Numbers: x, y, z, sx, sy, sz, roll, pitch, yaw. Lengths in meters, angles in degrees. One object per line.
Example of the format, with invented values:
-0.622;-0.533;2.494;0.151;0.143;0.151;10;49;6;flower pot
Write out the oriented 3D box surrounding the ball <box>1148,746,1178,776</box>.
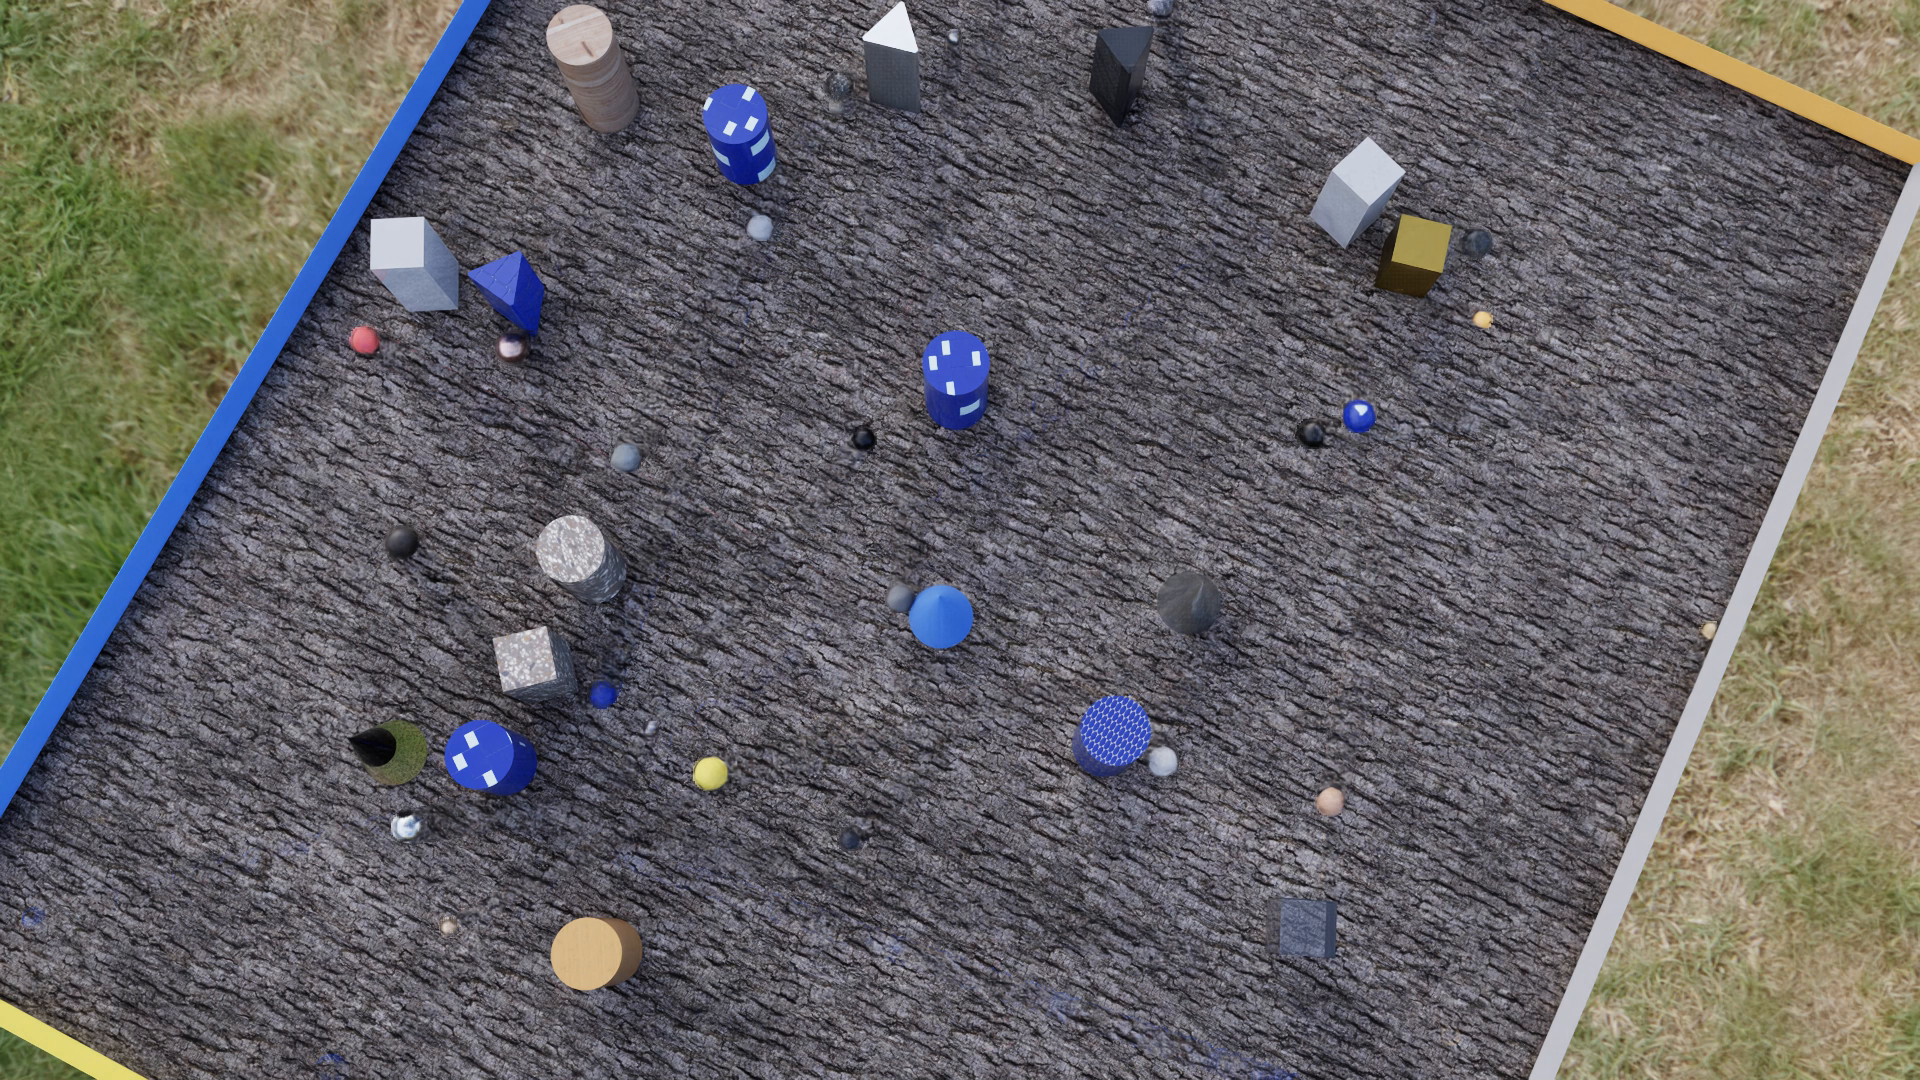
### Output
0.602;0.655;5.437;0.086;0.086;0.086;0;78;0;ball

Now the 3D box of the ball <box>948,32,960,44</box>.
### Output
-0.020;-1.625;5.932;0.042;0.042;0.042;0;78;0;ball

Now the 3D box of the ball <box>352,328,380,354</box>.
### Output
-1.849;-0.619;5.703;0.081;0.081;0.081;0;78;0;ball

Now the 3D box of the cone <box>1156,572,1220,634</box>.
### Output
0.697;0.156;5.405;0.195;0.351;0.195;0;78;0;cone

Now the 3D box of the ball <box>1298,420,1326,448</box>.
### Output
1.084;-0.326;5.641;0.085;0.085;0.085;0;78;0;ball

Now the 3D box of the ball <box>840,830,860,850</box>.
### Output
-0.327;0.884;5.403;0.059;0.059;0.059;0;78;0;ball

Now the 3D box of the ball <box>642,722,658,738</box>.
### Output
-0.926;0.568;5.476;0.046;0.046;0.046;0;78;0;ball

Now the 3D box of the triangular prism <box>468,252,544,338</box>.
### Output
-1.358;-0.774;5.620;0.169;0.306;0.147;35;80;7;triangular prism

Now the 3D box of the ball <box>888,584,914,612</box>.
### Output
-0.178;0.174;5.538;0.083;0.083;0.083;0;78;0;ball

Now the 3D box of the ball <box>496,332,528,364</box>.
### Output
-1.389;-0.595;5.691;0.096;0.096;0.096;0;78;0;ball

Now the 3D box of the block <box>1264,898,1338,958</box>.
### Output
0.977;1.112;5.259;0.156;0.250;0.156;4;78;1;block

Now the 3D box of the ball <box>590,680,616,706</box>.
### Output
-1.069;0.459;5.482;0.078;0.078;0.078;0;78;0;ball

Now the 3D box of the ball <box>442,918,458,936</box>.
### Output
-1.491;1.132;5.358;0.048;0.048;0.048;0;78;0;ball

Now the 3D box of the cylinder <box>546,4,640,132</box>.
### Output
-1.130;-1.452;5.674;0.195;0.477;0.195;0;78;0;cylinder

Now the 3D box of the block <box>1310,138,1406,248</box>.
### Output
1.222;-1.066;5.654;0.156;0.359;0.156;-43;81;-8;block

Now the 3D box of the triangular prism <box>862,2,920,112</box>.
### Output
-0.192;-1.508;5.711;0.169;0.426;0.147;14;79;3;triangular prism

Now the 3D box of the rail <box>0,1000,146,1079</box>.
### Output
-1.101;2.162;5.103;4.398;0.127;0.045;26;80;5;rail

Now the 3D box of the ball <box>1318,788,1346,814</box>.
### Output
1.098;0.772;5.416;0.079;0.079;0.079;0;78;0;ball

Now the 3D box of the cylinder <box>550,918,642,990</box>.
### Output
-1.027;1.171;5.203;0.195;0.336;0.195;0;78;0;cylinder

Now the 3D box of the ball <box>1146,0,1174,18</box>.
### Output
0.647;-1.737;5.933;0.085;0.085;0.085;0;78;0;ball

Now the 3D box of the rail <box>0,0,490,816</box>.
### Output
-1.946;-0.946;5.746;0.045;0.127;4.970;26;80;5;rail

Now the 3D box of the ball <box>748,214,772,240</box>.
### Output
-0.631;-0.987;5.780;0.079;0.079;0.079;0;78;0;ball

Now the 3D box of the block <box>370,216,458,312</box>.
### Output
-1.661;-0.838;5.595;0.156;0.382;0.156;-3;78;-1;block

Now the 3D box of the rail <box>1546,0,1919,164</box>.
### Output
1.101;-2.149;5.995;4.398;0.127;0.045;26;80;5;rail

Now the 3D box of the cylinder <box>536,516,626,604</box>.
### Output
-1.115;0.061;5.422;0.195;0.357;0.195;0;78;0;cylinder

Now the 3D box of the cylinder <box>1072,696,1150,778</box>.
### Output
0.433;0.570;5.289;0.195;0.410;0.195;0;78;0;cylinder

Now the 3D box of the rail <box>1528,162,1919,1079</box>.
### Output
1.946;0.959;5.352;0.045;0.127;4.970;26;80;5;rail

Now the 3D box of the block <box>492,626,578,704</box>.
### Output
-1.242;0.370;5.382;0.156;0.309;0.156;-14;79;-3;block

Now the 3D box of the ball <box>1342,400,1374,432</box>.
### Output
1.229;-0.384;5.646;0.098;0.098;0.098;0;78;0;ball

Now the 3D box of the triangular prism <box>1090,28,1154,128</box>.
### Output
0.525;-1.472;5.724;0.147;0.386;0.169;-33;80;-6;triangular prism

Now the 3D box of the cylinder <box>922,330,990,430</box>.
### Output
-0.012;-0.476;5.517;0.195;0.387;0.195;0;78;0;cylinder

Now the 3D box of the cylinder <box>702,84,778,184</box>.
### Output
-0.683;-1.261;5.716;0.195;0.316;0.195;0;78;0;cylinder

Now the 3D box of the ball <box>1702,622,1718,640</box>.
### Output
2.268;0.275;5.534;0.050;0.050;0.050;0;78;0;ball

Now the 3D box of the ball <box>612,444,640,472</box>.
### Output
-1.024;-0.253;5.625;0.086;0.086;0.086;0;78;0;ball

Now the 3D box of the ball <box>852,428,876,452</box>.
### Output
-0.296;-0.310;5.644;0.072;0.072;0.072;0;78;0;ball

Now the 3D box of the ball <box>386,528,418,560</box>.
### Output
-1.694;0.010;5.565;0.097;0.097;0.097;0;78;0;ball

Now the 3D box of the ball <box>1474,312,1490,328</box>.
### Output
1.633;-0.690;5.733;0.052;0.052;0.052;0;78;0;ball

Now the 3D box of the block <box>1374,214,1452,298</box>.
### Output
1.402;-0.877;5.678;0.156;0.236;0.156;14;79;3;block

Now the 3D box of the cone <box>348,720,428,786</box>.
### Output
-1.692;0.592;5.272;0.195;0.434;0.195;0;78;0;cone

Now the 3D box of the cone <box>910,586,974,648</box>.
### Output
-0.058;0.196;5.389;0.195;0.367;0.195;0;78;0;cone

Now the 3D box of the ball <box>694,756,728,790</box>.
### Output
-0.736;0.691;5.424;0.097;0.097;0.097;0;78;0;ball

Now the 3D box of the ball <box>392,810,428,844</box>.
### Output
-1.618;0.843;5.392;0.097;0.097;0.097;0;78;0;ball

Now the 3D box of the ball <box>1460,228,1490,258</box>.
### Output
1.621;-0.933;5.762;0.092;0.092;0.092;0;78;0;ball

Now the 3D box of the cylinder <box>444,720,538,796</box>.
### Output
-1.362;0.637;5.334;0.195;0.296;0.195;0;78;0;cylinder

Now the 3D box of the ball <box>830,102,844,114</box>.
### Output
-0.393;-1.386;5.882;0.042;0.042;0.042;0;78;0;ball

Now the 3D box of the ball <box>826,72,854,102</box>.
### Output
-0.386;-1.452;5.871;0.091;0.091;0.091;0;78;0;ball
